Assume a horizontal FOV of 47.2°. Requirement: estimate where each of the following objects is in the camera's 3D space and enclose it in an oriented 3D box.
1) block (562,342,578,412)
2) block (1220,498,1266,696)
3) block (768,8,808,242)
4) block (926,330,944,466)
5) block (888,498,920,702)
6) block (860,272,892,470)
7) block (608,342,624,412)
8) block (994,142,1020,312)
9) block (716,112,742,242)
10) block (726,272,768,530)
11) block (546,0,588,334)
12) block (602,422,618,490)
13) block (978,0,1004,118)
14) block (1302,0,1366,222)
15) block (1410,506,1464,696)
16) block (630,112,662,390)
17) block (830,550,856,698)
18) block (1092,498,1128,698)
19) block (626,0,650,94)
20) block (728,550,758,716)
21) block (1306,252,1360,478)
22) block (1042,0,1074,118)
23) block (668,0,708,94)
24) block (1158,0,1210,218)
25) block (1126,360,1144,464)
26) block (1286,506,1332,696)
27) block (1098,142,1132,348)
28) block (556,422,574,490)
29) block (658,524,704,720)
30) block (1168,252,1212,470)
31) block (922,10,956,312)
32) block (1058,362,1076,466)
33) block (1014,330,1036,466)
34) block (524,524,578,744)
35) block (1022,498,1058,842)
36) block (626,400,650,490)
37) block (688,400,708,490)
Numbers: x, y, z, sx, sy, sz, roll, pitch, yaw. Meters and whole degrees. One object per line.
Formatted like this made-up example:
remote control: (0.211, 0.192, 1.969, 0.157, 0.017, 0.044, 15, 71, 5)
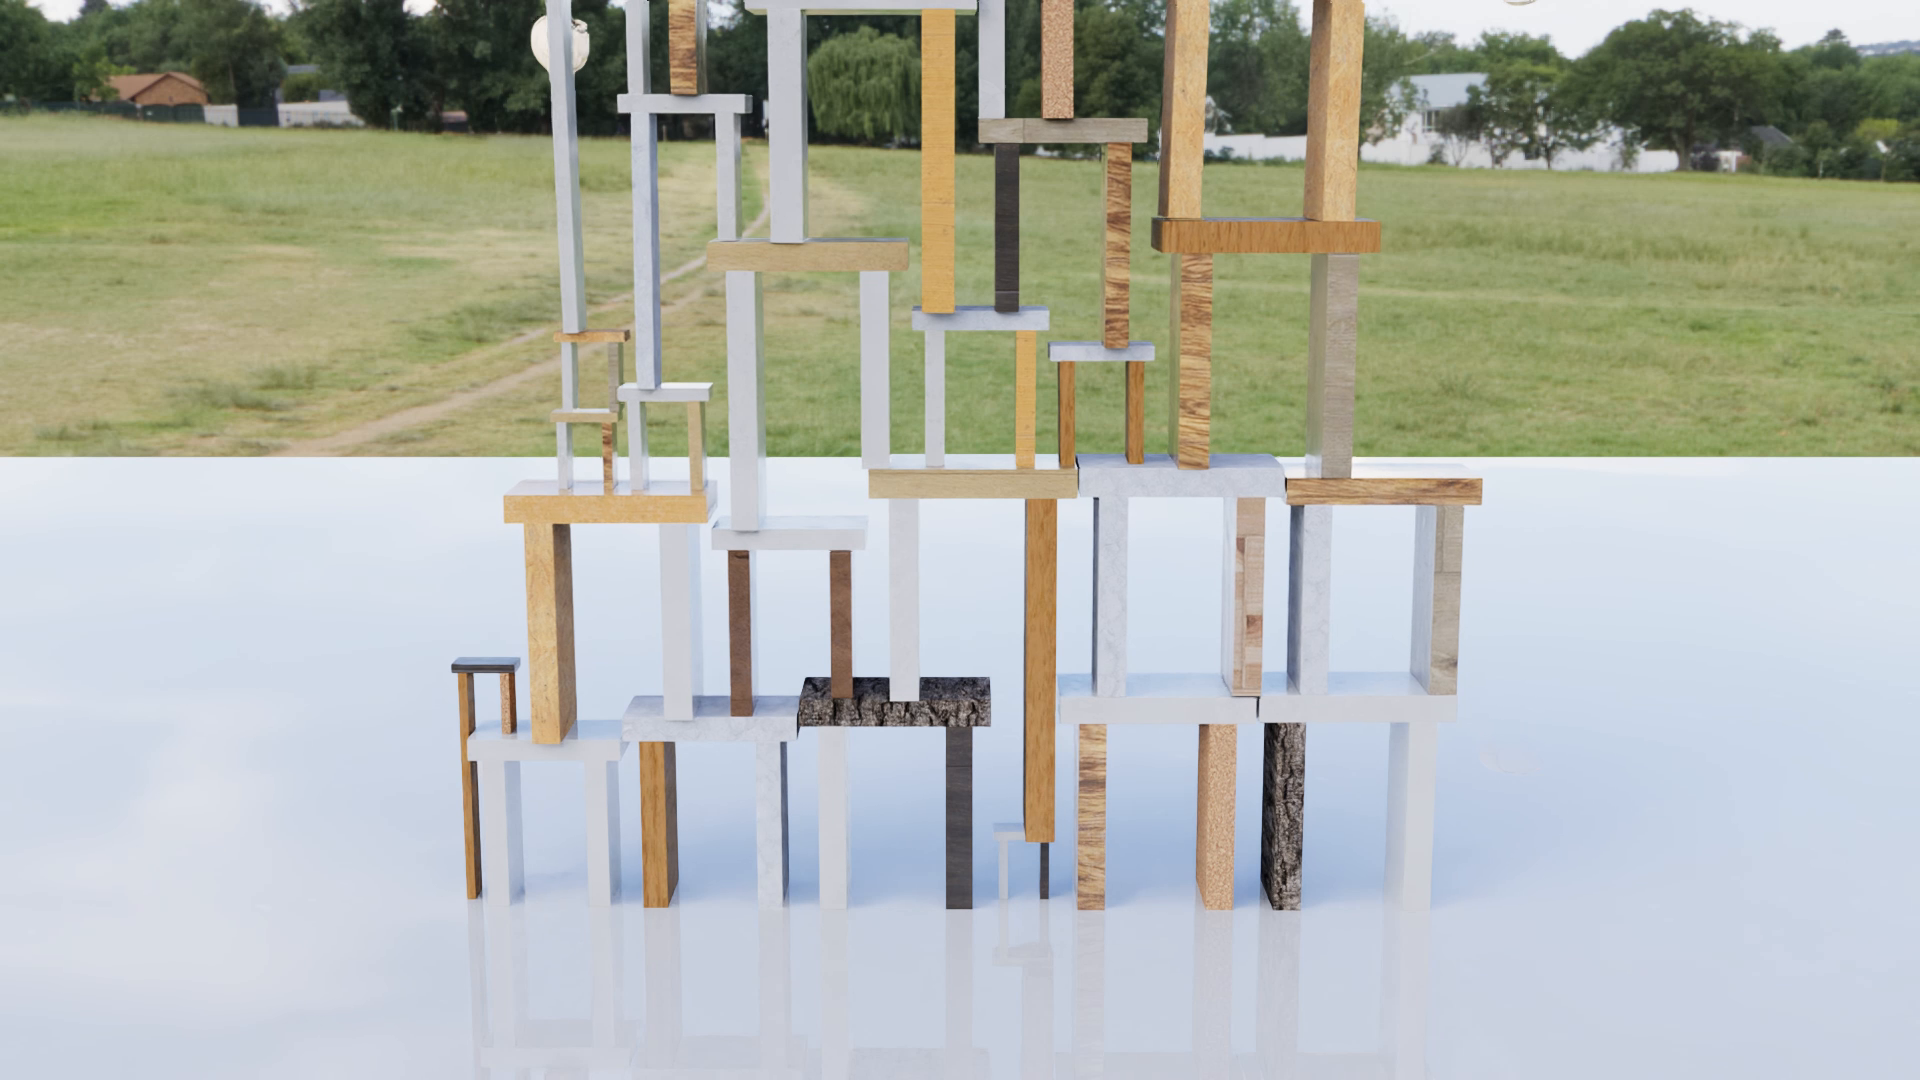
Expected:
block: (-0.623, -0.263, 3.517, 0.016, 0.112, 0.056, 1, 10, 0)
block: (0.458, 0.077, 3.568, 0.046, 0.322, 0.161, 0, 11, -1)
block: (-0.268, -0.645, 3.435, 0.050, 0.350, 0.175, 0, 11, -1)
block: (-0.040, -0.233, 3.519, 0.030, 0.215, 0.108, 0, 11, 0)
block: (-0.089, 0.082, 3.574, 0.047, 0.329, 0.165, 0, 11, 0)
block: (-0.133, -0.278, 3.504, 0.044, 0.310, 0.155, 0, 11, 0)
block: (-0.549, -0.263, 3.515, 0.016, 0.112, 0.056, 1, 10, 0)
block: (0.073, -0.495, 3.466, 0.037, 0.259, 0.130, 0, 11, 0)
block: (-0.362, -0.569, 3.445, 0.028, 0.196, 0.098, 0, 11, 0)
block: (-0.340, -0.229, 3.508, 0.044, 0.407, 0.155, 0, 11, 0)
block: (-0.616, -0.594, 3.446, 0.023, 0.533, 0.082, -1, 12, 0)
block: (-0.562, -0.139, 3.531, 0.015, 0.108, 0.054, 0, 10, 0)
block: (0.047, -0.899, 3.397, 0.039, 0.486, 0.137, 0, 11, 0)
block: (0.583, -0.676, 3.433, 0.049, 0.347, 0.174, 1, 11, -1)
block: (0.774, 0.083, 3.574, 0.044, 0.309, 0.154, 0, 11, 0)
block: (-0.495, -0.457, 3.472, 0.028, 0.427, 0.098, 0, 11, -1)
block: (-0.190, 0.124, 3.579, 0.035, 0.244, 0.122, 0, 11, 0)
block: (0.243, 0.077, 3.574, 0.046, 0.325, 0.161, 0, 11, 0)
block: (-0.501, -0.777, 3.421, 0.023, 0.165, 0.082, 0, 10, 0)
block: (-0.353, 0.139, 3.582, 0.035, 0.275, 0.122, 0, 11, 0)
block: (0.592, -0.286, 3.509, 0.048, 0.352, 0.168, 0, 11, 0)
block: (0.149, -0.934, 3.382, 0.045, 0.561, 0.160, 0, 11, 1)
block: (-0.422, -0.921, 3.390, 0.040, 0.459, 0.142, 0, 11, 1)
block: (0.348, -0.679, 3.429, 0.049, 0.347, 0.174, 2, 9, 0)
block: (0.280, -0.209, 3.523, 0.023, 0.165, 0.082, 0, 11, 1)
block: (0.567, 0.083, 3.574, 0.044, 0.309, 0.154, 0, 11, 0)
block: (0.244, -0.467, 3.469, 0.037, 0.316, 0.130, 0, 11, -1)
block: (-0.634, -0.138, 3.530, 0.015, 0.108, 0.054, 0, 10, 0)
block: (-0.452, 0.117, 3.577, 0.045, 0.320, 0.160, 0, 11, 0)
block: (0.365, -0.292, 3.498, 0.048, 0.337, 0.168, 0, 11, 0)
block: (-0.033, -0.593, 3.449, 0.050, 0.458, 0.175, 0, 11, 0)
block: (0.170, -0.208, 3.524, 0.023, 0.166, 0.082, -1, 11, 0)
block: (0.104, -0.233, 3.520, 0.030, 0.215, 0.108, 0, 11, 0)
block: (-0.666, 0.136, 3.580, 0.045, 0.359, 0.160, 0, 11, 0)
block: (0.130, 0.198, 3.597, 0.047, 0.566, 0.165, 0, 11, 0)
block: (-0.516, -0.156, 3.529, 0.020, 0.143, 0.072, -1, 11, 0)
block: (-0.421, -0.156, 3.529, 0.020, 0.143, 0.072, -1, 11, 0)
